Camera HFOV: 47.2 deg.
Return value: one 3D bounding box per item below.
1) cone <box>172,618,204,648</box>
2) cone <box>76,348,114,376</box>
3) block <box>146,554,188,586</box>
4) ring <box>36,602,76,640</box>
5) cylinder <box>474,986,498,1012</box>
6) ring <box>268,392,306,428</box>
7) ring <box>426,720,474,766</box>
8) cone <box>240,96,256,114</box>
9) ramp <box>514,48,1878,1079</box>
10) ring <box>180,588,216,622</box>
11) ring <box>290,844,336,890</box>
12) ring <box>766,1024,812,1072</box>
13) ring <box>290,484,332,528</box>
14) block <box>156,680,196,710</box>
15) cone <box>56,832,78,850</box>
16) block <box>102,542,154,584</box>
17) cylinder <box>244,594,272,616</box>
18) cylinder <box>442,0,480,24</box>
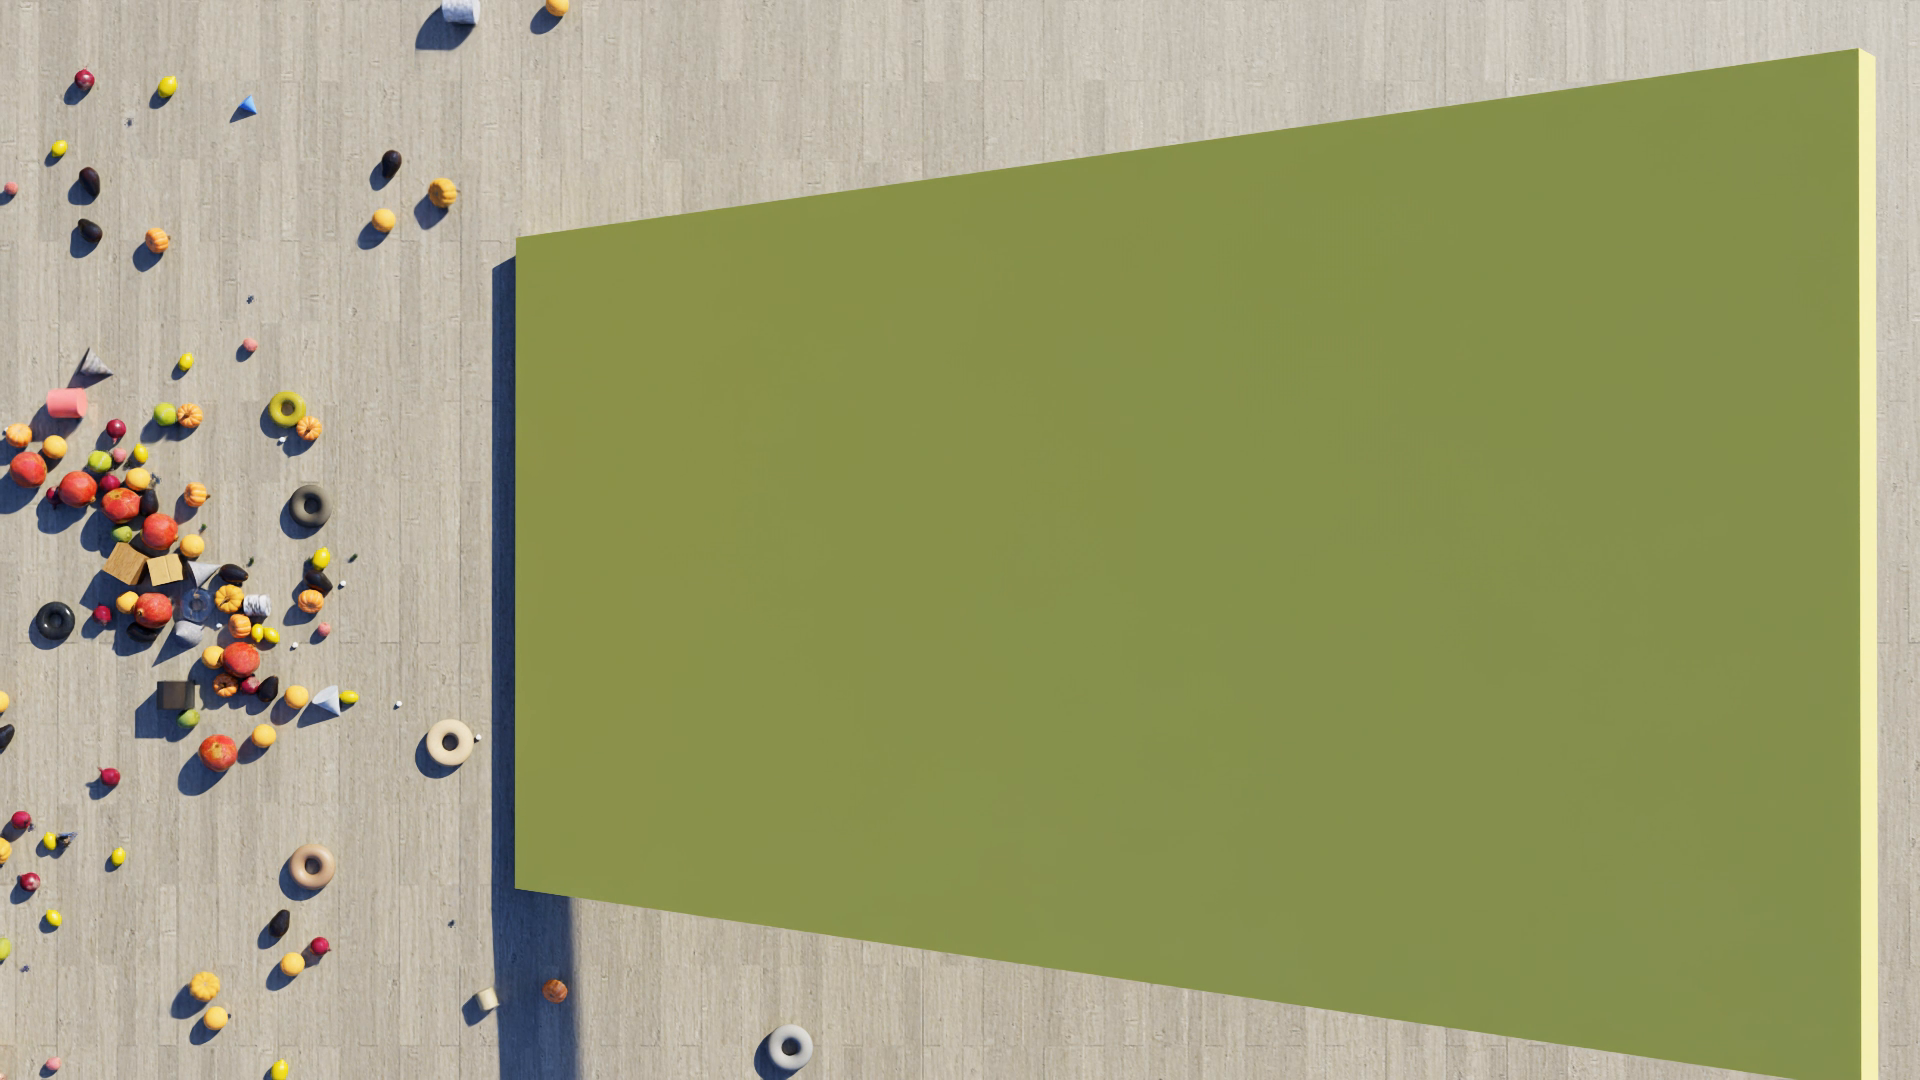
[{"bbox_3d":[-2.400,0.289,6.783,0.098,0.098,0.098,0,90,0],"label":"cone"},{"bbox_3d":[-2.668,-0.533,6.815,0.099,0.099,0.099,24,90,-26],"label":"cone"},{"bbox_3d":[-2.447,0.092,6.792,0.082,0.082,0.082,-13,90,0],"label":"block"},{"bbox_3d":[-2.802,0.250,6.813,0.122,0.041,0.122,0,90,1],"label":"ring"},{"bbox_3d":[-1.463,1.419,6.796,0.059,0.059,0.059,-22,90,0],"label":"cylinder"},{"bbox_3d":[-2.086,-0.404,6.817,0.117,0.039,0.117,0,88,-1],"label":"ring"},{"bbox_3d":[-1.580,0.628,6.806,0.149,0.050,0.149,0,89,1],"label":"ring"},{"bbox_3d":[-2.202,-1.344,6.831,0.054,0.054,0.054,-40,116,0],"label":"cone"},{"bbox_3d":[0.213,0.062,5.528,4.000,0.100,2.000,0,90,39],"label":"ramp"},{"bbox_3d":[-2.363,0.200,6.815,0.108,0.036,0.108,0,90,-1],"label":"ring"},{"bbox_3d":[-2.005,1.011,6.804,0.144,0.048,0.144,0,89,1],"label":"ring"},{"bbox_3d":[-0.528,1.571,6.800,0.146,0.049,0.146,0,88,0],"label":"ring"},{"bbox_3d":[-2.012,-0.104,6.813,0.135,0.045,0.135,0,89,1],"label":"ring"},{"bbox_3d":[-2.420,0.477,6.788,0.087,0.087,0.087,0,90,0],"label":"block"},{"bbox_3d":[-2.758,0.920,6.816,0.055,0.055,0.055,-36,90,-33],"label":"cone"},{"bbox_3d":[-2.564,0.073,6.786,0.096,0.096,0.096,30,90,0],"label":"block"},{"bbox_3d":[-2.172,0.201,6.801,0.065,0.065,0.065,0,90,0],"label":"cylinder"},{"bbox_3d":[-1.542,-1.647,6.798,0.094,0.094,0.094,2,90,0],"label":"cylinder"}]
